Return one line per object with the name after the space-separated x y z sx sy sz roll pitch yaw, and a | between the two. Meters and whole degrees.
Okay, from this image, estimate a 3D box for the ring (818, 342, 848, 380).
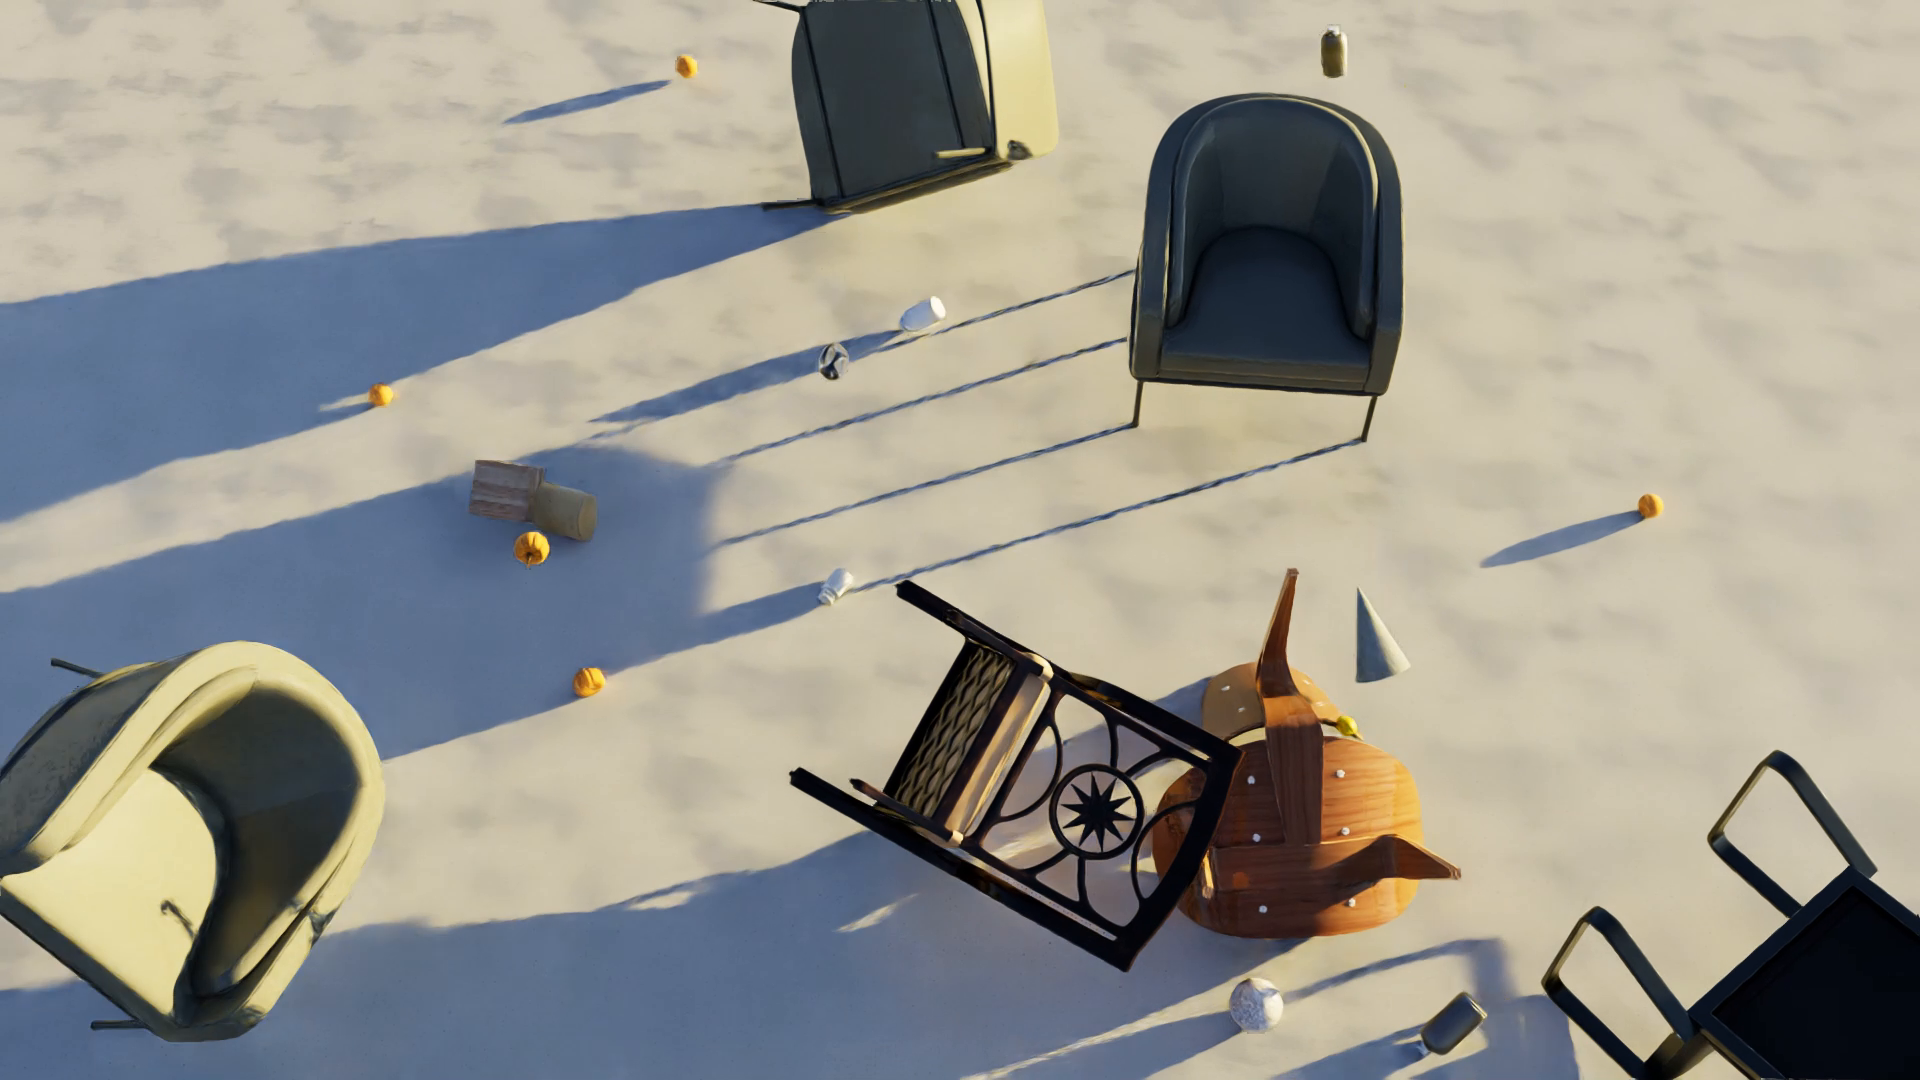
-0.375 -0.528 6.509 0.090 0.057 0.138 -25 38 26 | ring

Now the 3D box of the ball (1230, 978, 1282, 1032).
0.765 1.202 5.685 0.137 0.137 0.137 0 56 0 | ball

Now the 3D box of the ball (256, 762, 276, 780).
-1.929 0.644 6.112 0.050 0.050 0.050 0 56 0 | ball

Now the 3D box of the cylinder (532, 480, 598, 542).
-1.171 -0.085 6.523 0.148 0.180 0.128 25 71 6 | cylinder

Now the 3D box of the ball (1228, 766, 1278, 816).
0.803 0.688 6.032 0.134 0.134 0.134 0 56 0 | ball

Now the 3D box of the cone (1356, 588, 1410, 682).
1.114 0.241 5.972 0.155 0.115 0.257 -19 100 -4 | cone

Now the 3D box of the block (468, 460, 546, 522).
-1.332 -0.146 6.484 0.165 0.190 0.161 8 92 2 | block
